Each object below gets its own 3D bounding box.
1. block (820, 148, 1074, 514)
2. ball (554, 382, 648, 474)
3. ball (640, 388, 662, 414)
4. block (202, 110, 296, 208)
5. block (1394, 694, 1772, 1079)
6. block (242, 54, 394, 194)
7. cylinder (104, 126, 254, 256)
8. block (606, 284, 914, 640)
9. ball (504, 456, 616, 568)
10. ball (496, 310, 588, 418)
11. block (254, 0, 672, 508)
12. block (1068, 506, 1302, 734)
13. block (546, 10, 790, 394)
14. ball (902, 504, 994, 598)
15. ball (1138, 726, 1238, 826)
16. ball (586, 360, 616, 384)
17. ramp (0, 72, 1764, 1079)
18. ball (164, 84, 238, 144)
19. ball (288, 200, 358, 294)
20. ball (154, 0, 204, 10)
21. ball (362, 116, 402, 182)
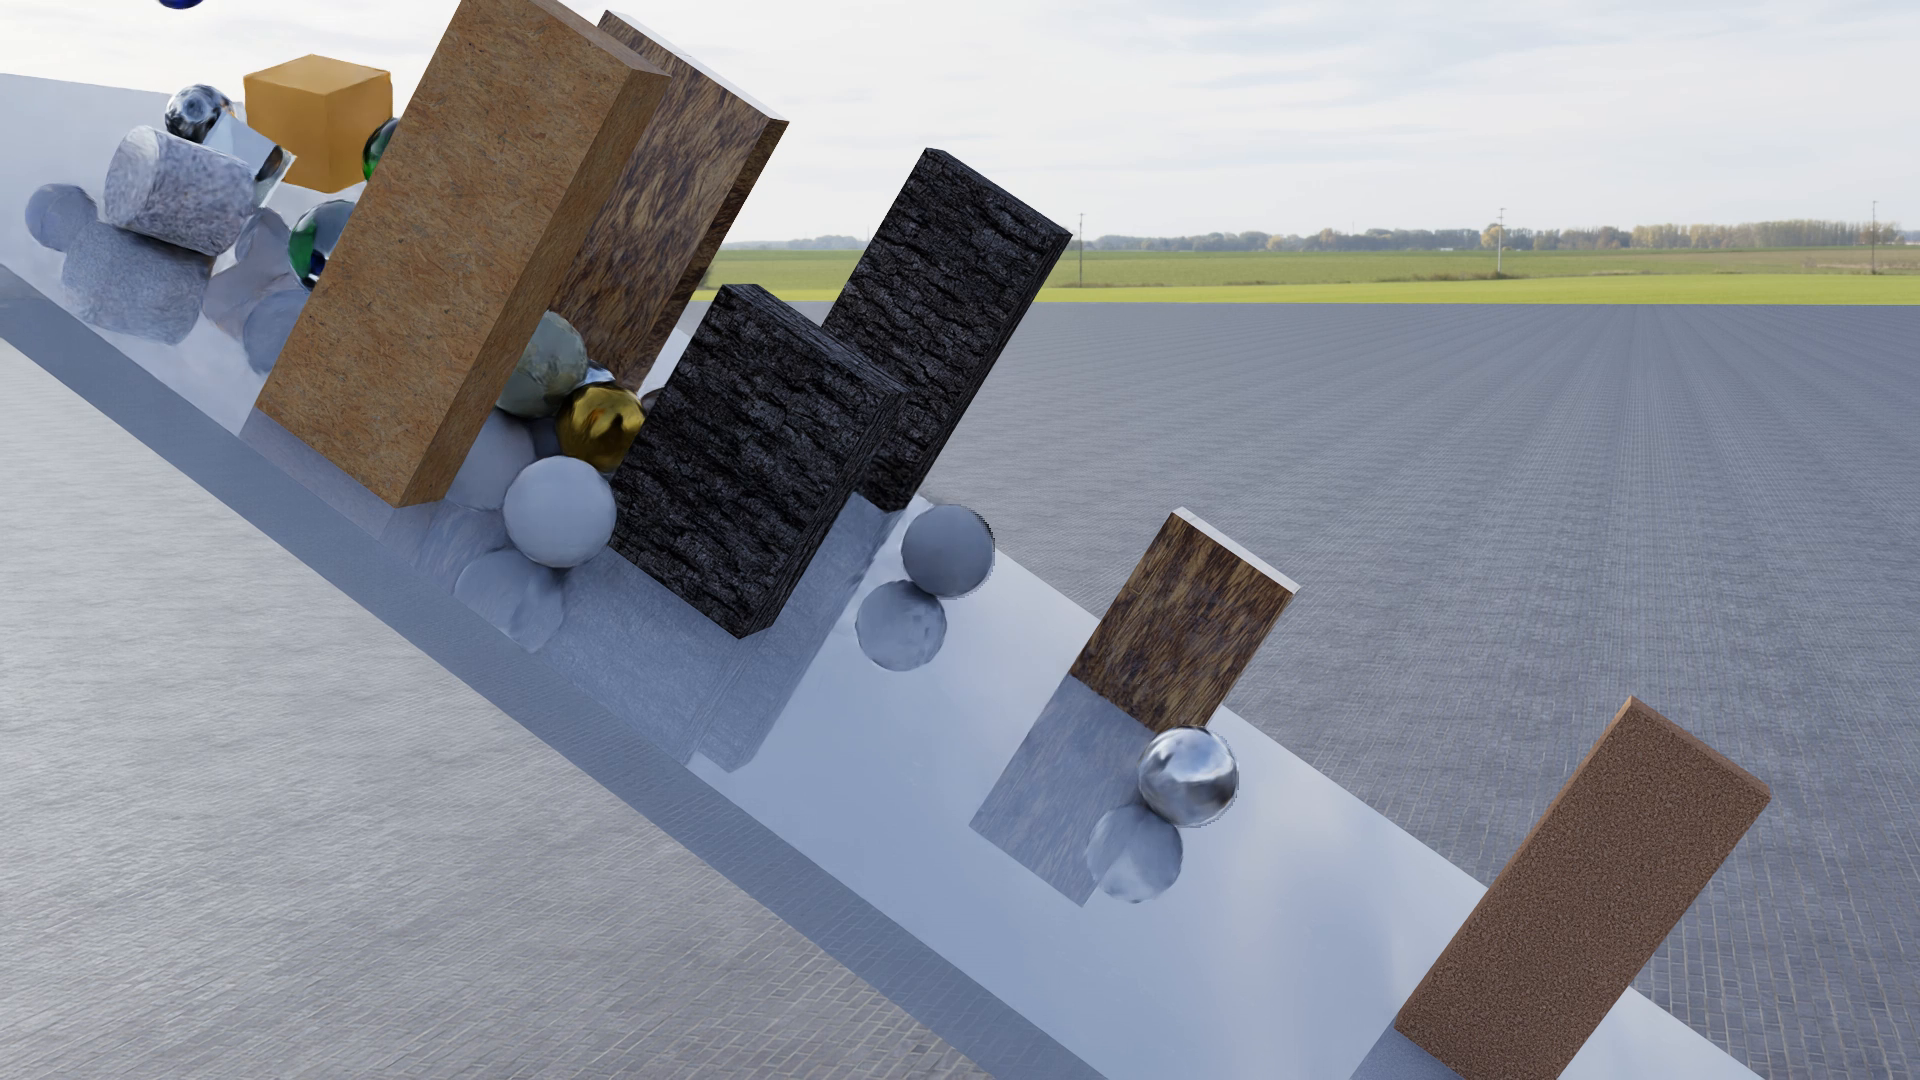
[{"bbox_3d":[-0.097,-0.457,4.830,0.347,0.718,0.133,35,15,11],"label":"block"},{"bbox_3d":[-0.650,-0.204,3.993,0.169,0.169,0.169,0,7,0],"label":"ball"},{"bbox_3d":[-0.538,-0.193,4.134,0.192,0.192,0.192,0,7,0],"label":"ball"},{"bbox_3d":[-1.388,-0.736,4.261,0.122,0.122,0.122,32,-1,2],"label":"block"},{"bbox_3d":[1.038,0.620,3.696,0.263,0.690,0.093,35,15,11],"label":"block"},{"bbox_3d":[-1.282,-0.837,4.415,0.201,0.201,0.201,16,30,21],"label":"block"},{"bbox_3d":[-1.359,-0.606,3.826,0.179,0.179,0.179,6,-7,43],"label":"cylinder"},{"bbox_3d":[-0.360,-0.136,3.726,0.334,0.490,0.149,35,15,11],"label":"block"},{"bbox_3d":[-0.635,-0.045,3.494,0.178,0.178,0.178,0,7,0],"label":"ball"},{"bbox_3d":[-0.785,-0.324,4.036,0.203,0.203,0.203,0,7,0],"label":"ball"},{"bbox_3d":[-0.769,-0.455,3.380,0.290,0.773,0.142,35,15,11],"label":"block"},{"bbox_3d":[0.459,0.184,4.502,0.294,0.402,0.105,35,15,11],"label":"block"},{"bbox_3d":[-0.680,-0.645,4.356,0.403,0.674,0.103,35,15,11],"label":"block"},{"bbox_3d":[-0.025,0.022,4.473,0.188,0.188,0.188,0,7,0],"label":"ball"},{"bbox_3d":[0.419,0.434,4.050,0.183,0.183,0.183,0,7,0],"label":"ball"},{"bbox_3d":[-0.716,-0.282,4.193,0.126,0.126,0.126,0,7,0],"label":"ball"},{"bbox_3d":[-0.143,0.239,4.107,4.000,0.100,2.000,35,15,11],"label":"ramp"},{"bbox_3d":[-1.507,-0.836,4.369,0.138,0.138,0.138,0,7,0],"label":"ball"},{"bbox_3d":[-1.130,-0.525,4.021,0.191,0.191,0.191,0,7,0],"label":"ball"},{"bbox_3d":[-1.556,-1.126,4.369,0.141,0.141,0.141,0,7,0],"label":"ball"},{"bbox_3d":[-1.078,-0.740,4.319,0.186,0.186,0.186,0,7,0],"label":"ball"}]
